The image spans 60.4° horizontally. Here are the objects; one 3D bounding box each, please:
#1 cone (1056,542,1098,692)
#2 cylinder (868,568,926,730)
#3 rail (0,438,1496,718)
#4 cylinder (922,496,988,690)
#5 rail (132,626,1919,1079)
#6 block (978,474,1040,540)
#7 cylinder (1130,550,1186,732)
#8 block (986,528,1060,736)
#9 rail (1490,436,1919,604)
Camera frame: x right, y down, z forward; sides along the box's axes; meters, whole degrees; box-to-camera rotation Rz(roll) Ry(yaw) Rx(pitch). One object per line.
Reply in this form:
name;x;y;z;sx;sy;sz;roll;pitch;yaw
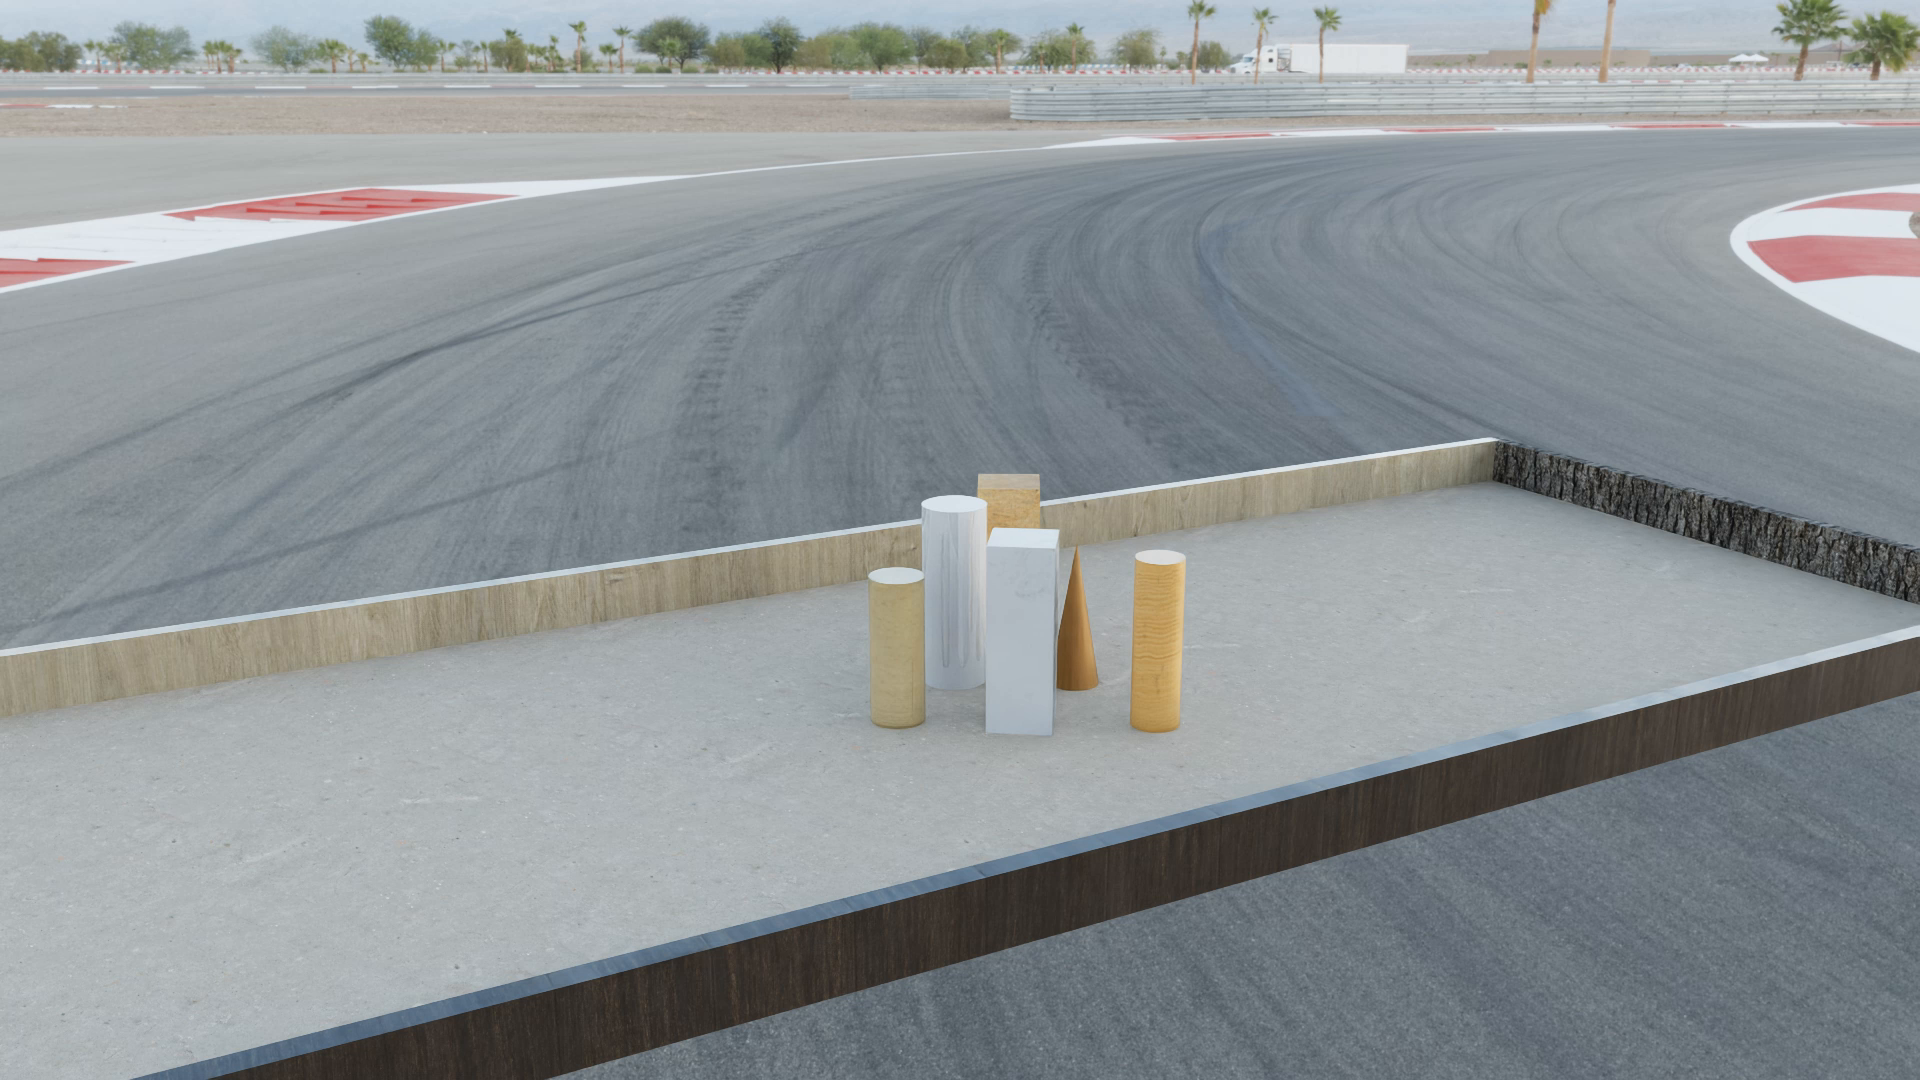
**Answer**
cone;0.286;0.180;4.090;0.124;0.367;0.124;0;16;0
cylinder;-0.147;0.253;3.862;0.130;0.356;0.130;0;16;0
rail;-3.305;0.497;3.399;12.000;0.150;0.050;-9;18;-27
cylinder;-0.014;0.130;4.101;0.161;0.457;0.161;0;16;0
rail;-2.336;1.006;1.665;12.000;0.150;0.050;-9;18;-27
block;0.127;0.064;4.338;0.160;0.450;0.160;0;16;2
cylinder;0.459;0.235;3.828;0.116;0.409;0.116;0;16;0
block;0.145;0.212;3.832;0.154;0.452;0.154;2;16;7
rail;2.466;-0.048;5.253;0.050;0.150;2.100;-9;18;-27
